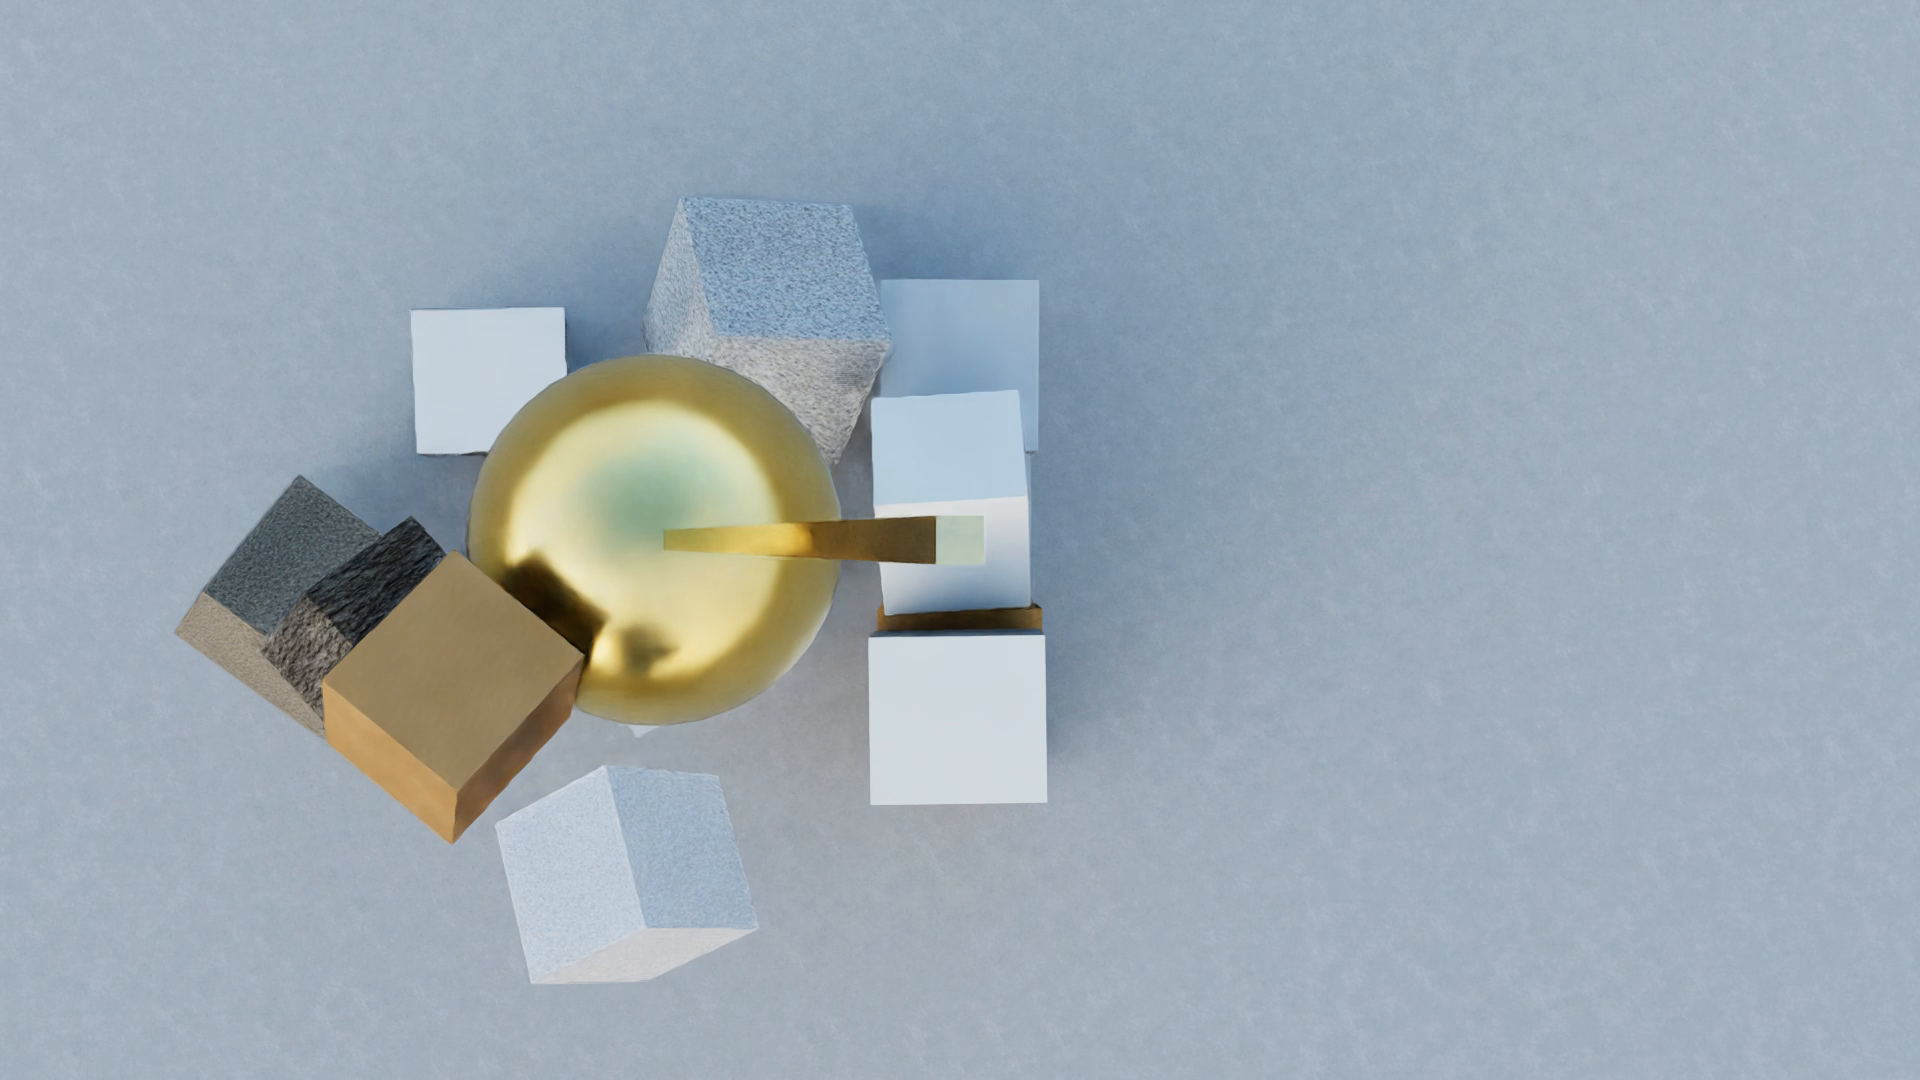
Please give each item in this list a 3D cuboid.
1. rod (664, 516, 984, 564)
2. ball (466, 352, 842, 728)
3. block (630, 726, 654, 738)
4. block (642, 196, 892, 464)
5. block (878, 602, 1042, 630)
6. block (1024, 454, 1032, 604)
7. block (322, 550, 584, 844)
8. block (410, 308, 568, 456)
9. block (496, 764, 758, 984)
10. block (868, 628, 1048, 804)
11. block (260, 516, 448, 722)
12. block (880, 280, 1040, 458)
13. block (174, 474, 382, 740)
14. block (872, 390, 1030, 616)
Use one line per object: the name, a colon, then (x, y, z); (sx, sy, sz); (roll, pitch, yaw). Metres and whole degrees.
rod: (-0.564, 0.000, 6.110); (0.080, 5.200, 0.080); (0, 90, -13)
ball: (-1.300, 0.000, 9.429); (1.600, 1.600, 1.600); (0, 90, 0)
block: (-1.575, 0.562, 12.411); (0.803, 0.785, 0.726); (-29, 90, 4)
block: (-1.097, -1.138, 12.144); (0.977, 1.060, 0.995); (-1, 54, -23)
block: (0.000, 0.896, 12.447); (0.889, 1.106, 1.048); (0, 90, 0)
block: (-0.006, -0.059, 12.619); (0.801, 0.763, 0.842); (0, 90, 0)
block: (-2.010, 0.633, 8.718); (0.663, 0.754, 0.723); (39, 63, 4)
block: (-2.645, -0.885, 12.488); (0.822, 0.845, 0.783); (-2, 92, -9)
block: (-1.266, 1.280, 8.372); (0.585, 0.654, 0.630); (-28, 67, 26)
block: (-0.011, 0.904, 11.463); (0.886, 0.860, 0.840); (-1, 90, 0)
block: (-2.787, 0.456, 10.610); (0.667, 0.679, 0.713); (48, 47, -2)
block: (-0.001, -0.955, 12.495); (0.860, 1.010, 0.930); (0, 90, 0)
block: (-3.618, 0.392, 12.267); (1.019, 0.986, 0.839); (39, 61, -13)
block: (-0.047, -0.196, 11.660); (0.779, 0.859, 0.771); (-3, 48, 0)
